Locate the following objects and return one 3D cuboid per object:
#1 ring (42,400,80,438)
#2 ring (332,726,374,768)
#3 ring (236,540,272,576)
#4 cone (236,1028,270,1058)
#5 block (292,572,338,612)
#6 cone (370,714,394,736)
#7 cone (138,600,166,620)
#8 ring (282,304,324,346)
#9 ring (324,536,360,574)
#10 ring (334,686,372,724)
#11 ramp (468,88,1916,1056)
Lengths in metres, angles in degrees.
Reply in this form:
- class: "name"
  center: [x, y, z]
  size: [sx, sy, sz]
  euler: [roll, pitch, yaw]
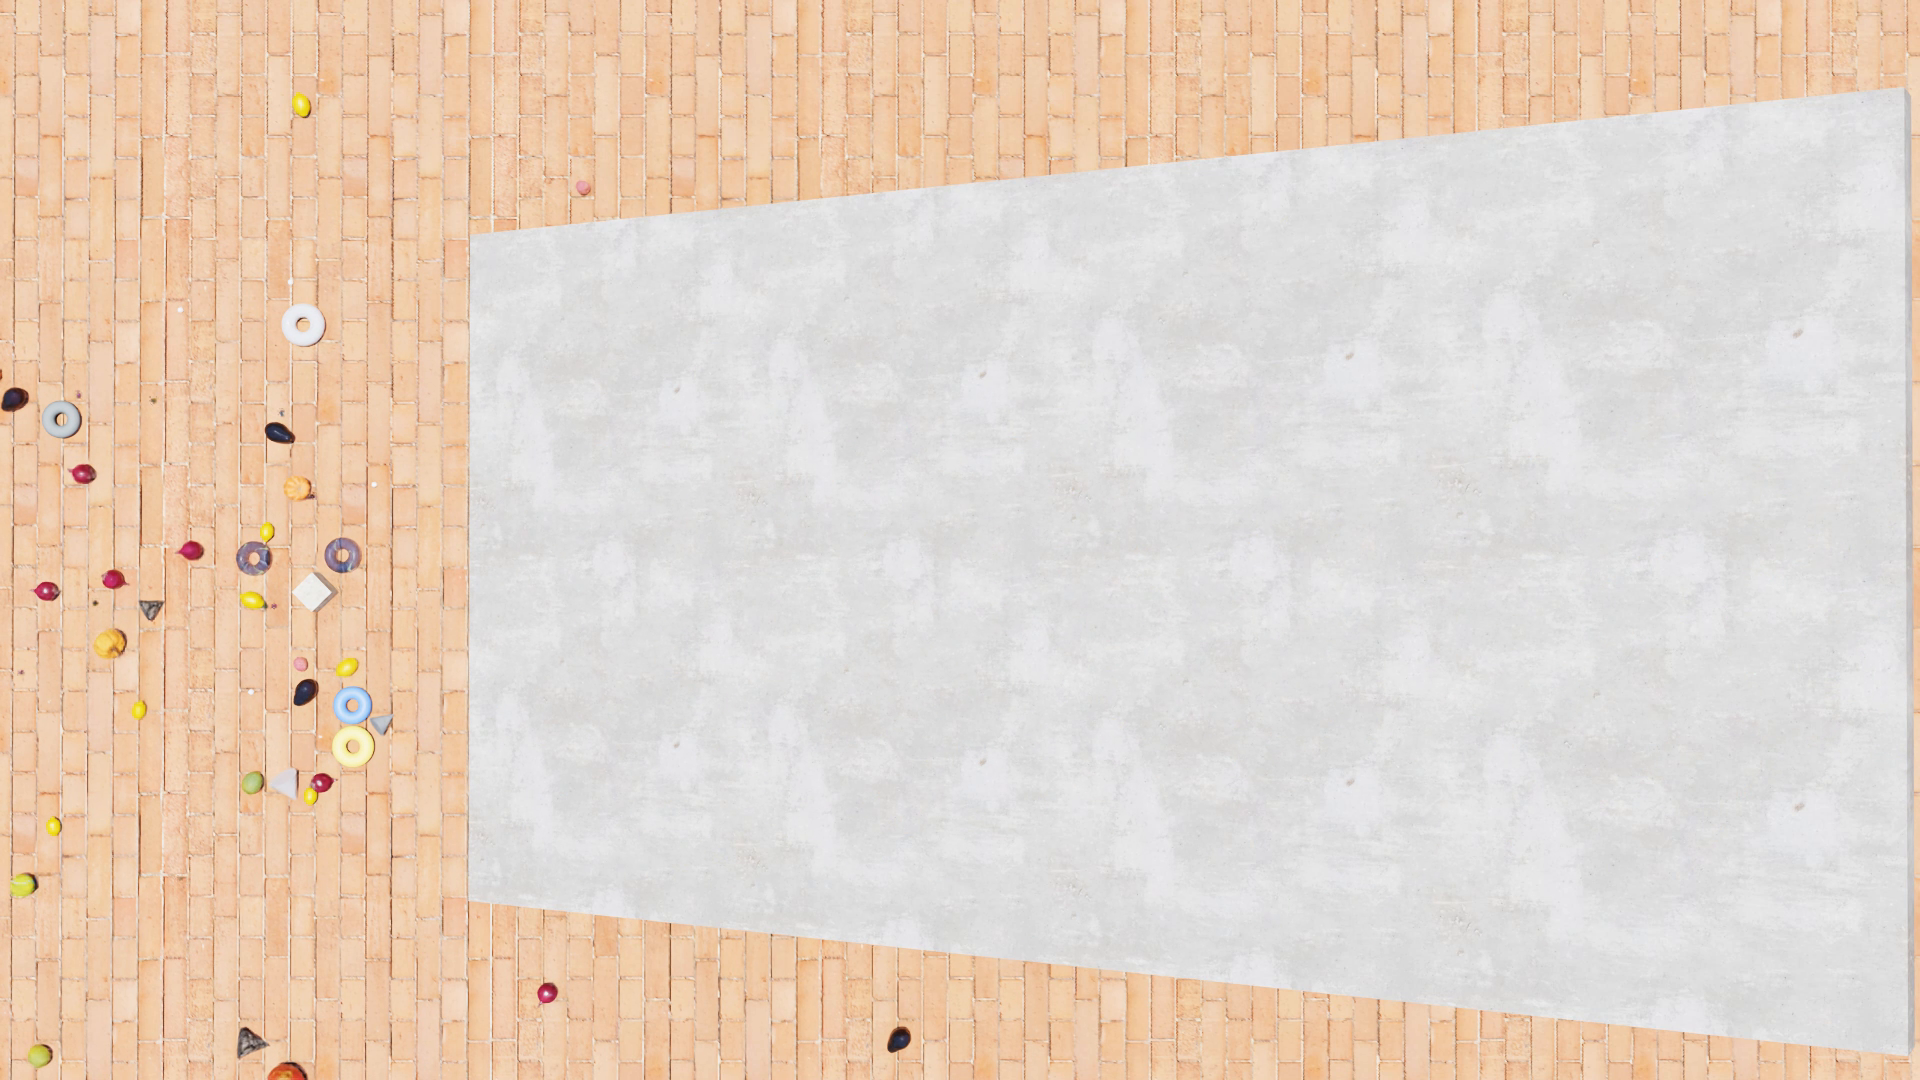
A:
- class: "ring"
  center: [-2.728, -0.366, 6.674]
  size: [0.115, 0.038, 0.115]
  euler: [0, 89, -1]
- class: "ring"
  center: [-1.839, 0.626, 6.663]
  size: [0.127, 0.042, 0.127]
  euler: [0, 91, 0]
- class: "ring"
  center: [-2.143, 0.056, 6.671]
  size: [0.108, 0.036, 0.108]
  euler: [0, 89, 1]
- class: "cone"
  center: [-2.132, 1.527, 6.655]
  size: [0.090, 0.090, 0.090]
  euler: [11, 89, -27]
- class: "block"
  center: [-1.947, 0.157, 6.646]
  size: [0.084, 0.084, 0.084]
  euler: [-44, 90, 0]
- class: "cone"
  center: [-1.743, 0.547, 6.669]
  size: [0.067, 0.067, 0.067]
  euler: [-38, 90, -27]
- class: "cone"
  center: [-2.443, 0.200, 6.672]
  size: [0.069, 0.069, 0.069]
  euler: [-30, 89, -27]
- class: "ring"
  center: [-1.993, -0.653, 6.674]
  size: [0.131, 0.044, 0.131]
  euler: [0, 91, 0]
- class: "ring"
  center: [-1.873, 0.046, 6.670]
  size: [0.111, 0.037, 0.111]
  euler: [0, 89, -1]
- class: "ring"
  center: [-1.842, 0.501, 6.665]
  size: [0.116, 0.039, 0.116]
  euler: [0, 88, 0]
- class: "ramp"
  center: [0.265, 0.073, 5.613]
  size: [4.000, 0.100, 2.000]
  euler: [0, 89, 31]
